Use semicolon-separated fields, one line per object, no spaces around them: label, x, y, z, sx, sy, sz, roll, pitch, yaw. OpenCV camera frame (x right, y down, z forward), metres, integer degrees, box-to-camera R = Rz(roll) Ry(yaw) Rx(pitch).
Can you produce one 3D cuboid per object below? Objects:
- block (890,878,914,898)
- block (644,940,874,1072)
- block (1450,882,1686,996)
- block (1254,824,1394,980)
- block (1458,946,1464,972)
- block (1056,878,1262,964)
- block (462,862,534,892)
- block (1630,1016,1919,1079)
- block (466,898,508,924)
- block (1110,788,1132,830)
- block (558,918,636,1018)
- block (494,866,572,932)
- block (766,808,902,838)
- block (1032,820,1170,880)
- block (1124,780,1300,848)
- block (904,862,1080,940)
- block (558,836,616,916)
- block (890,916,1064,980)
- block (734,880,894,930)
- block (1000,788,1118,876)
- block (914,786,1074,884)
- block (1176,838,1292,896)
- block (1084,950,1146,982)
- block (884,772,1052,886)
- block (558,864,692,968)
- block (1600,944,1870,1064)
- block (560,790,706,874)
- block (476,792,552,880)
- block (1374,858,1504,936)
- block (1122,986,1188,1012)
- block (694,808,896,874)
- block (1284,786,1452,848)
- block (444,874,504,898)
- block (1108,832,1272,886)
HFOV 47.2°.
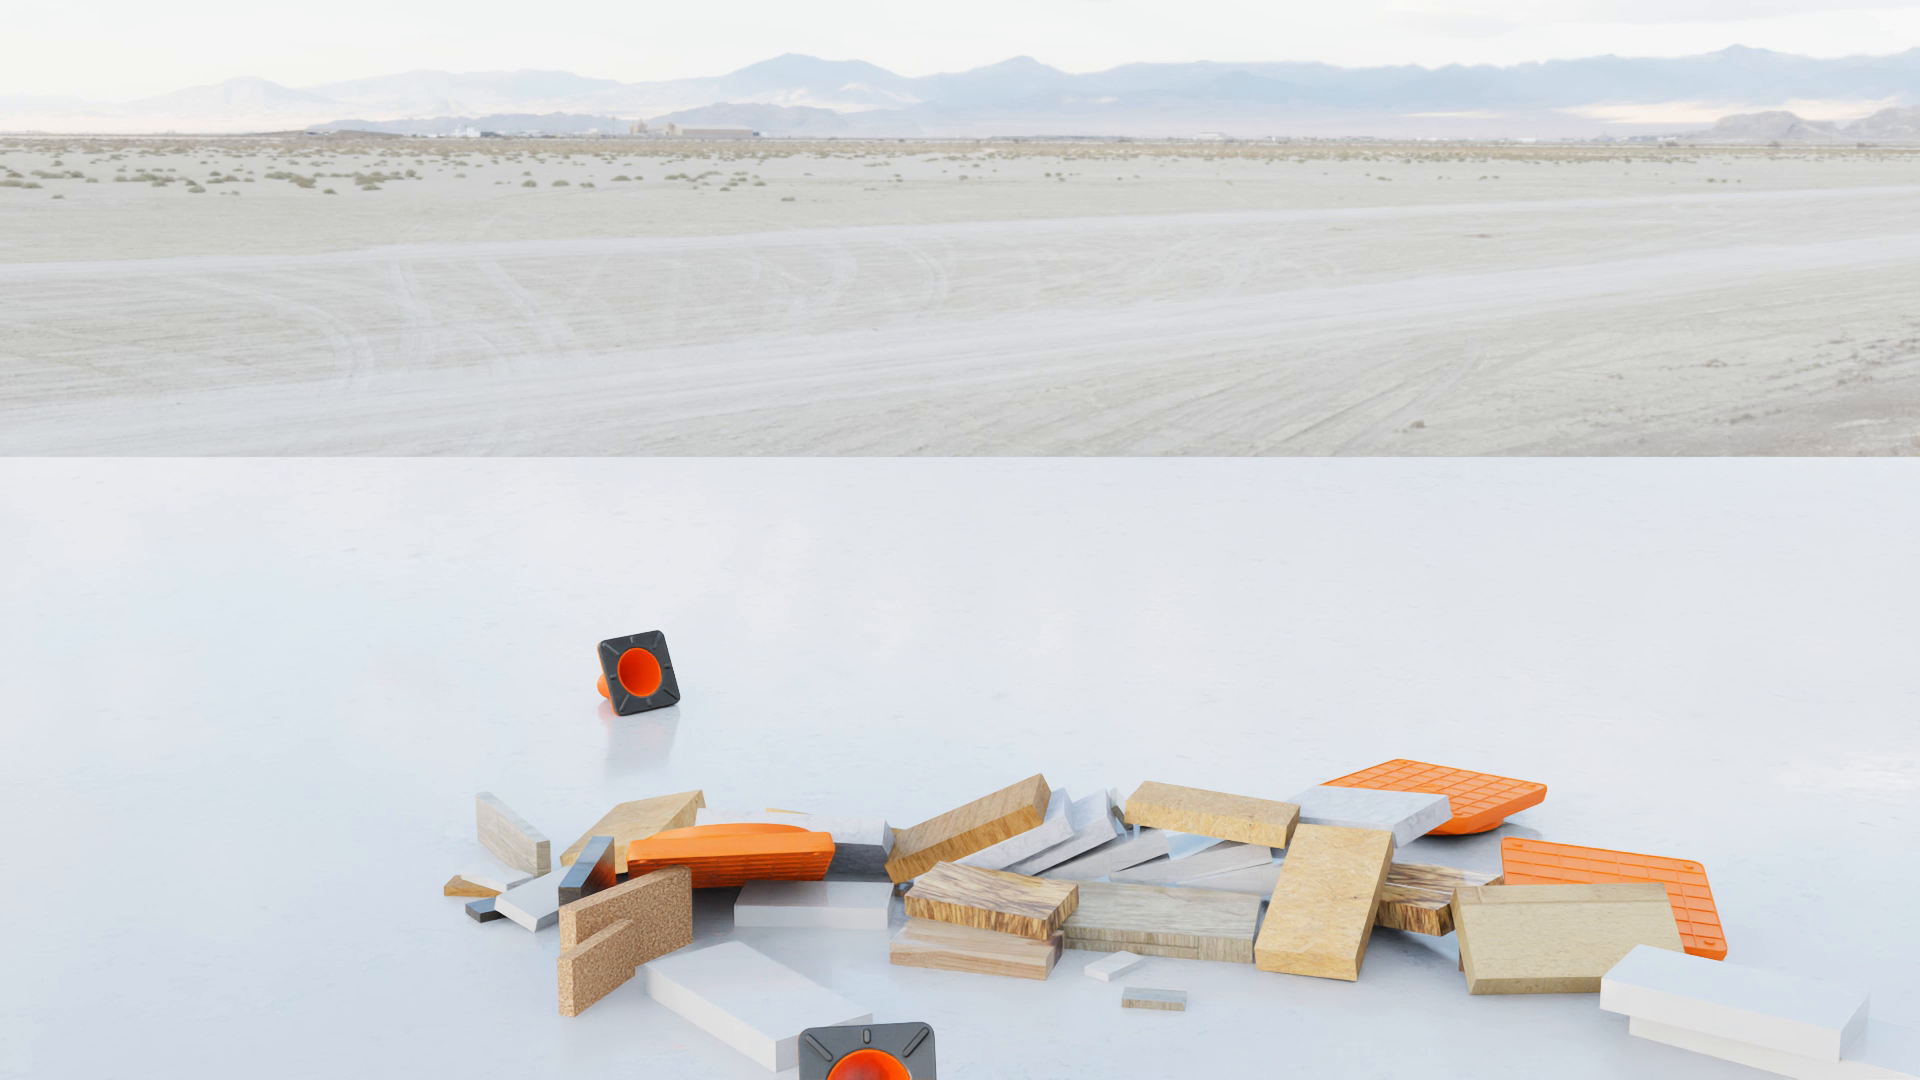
block;-0.092;0.578;3.697;0.046;0.013;0.092;3;11;16
block;-0.293;0.663;3.151;0.161;0.046;0.354;-8;13;-37
block;0.908;0.594;3.283;0.319;0.045;0.160;-1;48;-3
block;0.569;0.558;3.417;0.153;0.043;0.305;2;32;22
block;0.840;0.638;3.348;0.157;0.022;0.079;2;11;12
block;0.300;0.597;3.452;0.329;0.040;0.143;2;21;13
block;-0.773;0.564;3.676;0.116;0.016;0.058;8;13;38
block;1.182;0.691;3.003;0.488;0.045;0.160;9;13;39
block;-0.740;0.597;3.586;0.116;0.016;0.058;-7;13;-35
block;0.270;0.451;3.695;0.013;0.046;0.092;-33;9;9
block;-0.533;0.627;3.231;0.025;0.087;0.174;4;11;21
block;-0.664;0.583;3.578;0.087;0.025;0.174;24;20;25
block;-0.211;0.512;3.888;0.245;0.035;0.122;5;-8;27
block;0.211;0.526;3.663;0.266;0.038;0.133;-20;11;1
block;0.418;0.453;3.639;0.266;0.038;0.133;7;11;17
block;0.050;0.566;3.462;0.245;0.035;0.122;5;21;26
block;-0.586;0.565;3.469;0.035;0.123;0.246;1;11;3
block;0.027;0.626;3.379;0.245;0.035;0.122;3;11;15
block;-0.234;0.591;3.568;0.246;0.035;0.123;1;11;4
block;0.128;0.509;3.660;0.274;0.039;0.137;-26;11;8
block;0.058;0.504;3.641;0.274;0.039;0.137;-26;11;8
block;0.516;0.540;3.636;0.305;0.043;0.153;-11;8;11
block;0.236;0.646;3.333;0.046;0.013;0.092;9;14;42
block;0.014;0.480;3.653;0.274;0.039;0.137;-24;11;15
block;-0.506;0.587;3.349;0.035;0.123;0.246;8;13;36
block;1.070;0.637;3.042;0.320;0.045;0.160;7;13;34
block;-0.566;0.514;3.844;0.161;0.046;0.322;-11;7;11
block;-0.776;0.520;3.810;0.025;0.087;0.322;-6;12;-30
block;0.700;0.562;3.500;0.153;0.043;0.305;-19;10;-33
block;0.284;0.669;3.206;0.092;0.013;0.046;2;11;10
block;-0.273;0.512;3.725;0.322;0.046;0.161;2;-26;10
block;0.659;0.459;3.665;0.143;0.040;0.285;-19;11;-38
block;-0.797;0.580;3.679;0.116;0.016;0.058;1;11;6
block;0.380;0.525;3.661;0.266;0.038;0.133;-13;8;5
